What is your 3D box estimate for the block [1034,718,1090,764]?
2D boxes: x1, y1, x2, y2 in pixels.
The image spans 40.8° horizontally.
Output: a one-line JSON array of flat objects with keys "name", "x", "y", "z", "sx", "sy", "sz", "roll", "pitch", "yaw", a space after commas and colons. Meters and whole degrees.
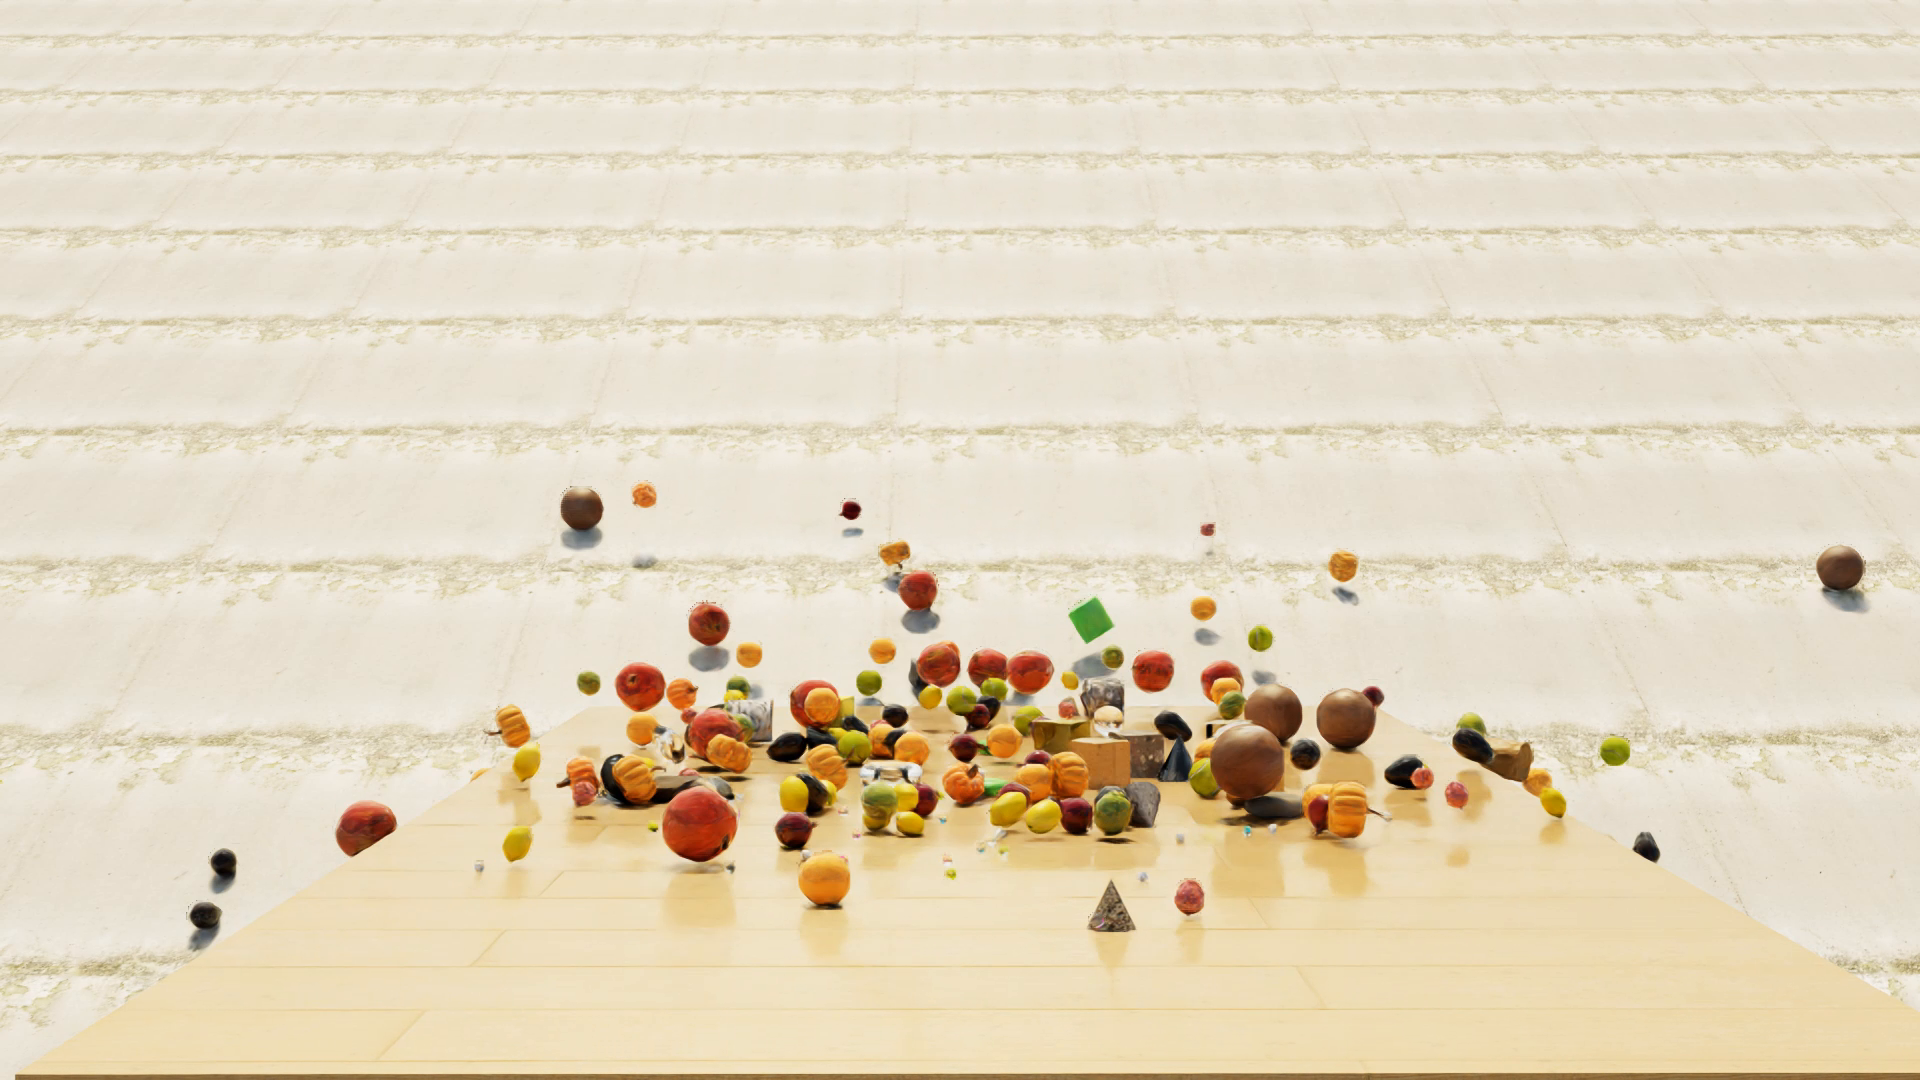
[{"name": "block", "x": 0.211, "y": 0.415, "z": 5.313, "sx": 0.084, "sy": 0.084, "sz": 0.084, "roll": 1, "pitch": 2, "yaw": 32}]

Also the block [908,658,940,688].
[{"name": "block", "x": -0.094, "y": 0.355, "z": 6.826, "sx": 0.062, "sy": 0.062, "sz": 0.062, "roll": 2, "pitch": 17, "yaw": -23}]

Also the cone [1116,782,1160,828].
[{"name": "cone", "x": 0.313, "y": 0.464, "z": 4.352, "sx": 0.082, "sy": 0.082, "sz": 0.082, "roll": -6, "pitch": 30, "yaw": -13}]

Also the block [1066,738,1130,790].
[{"name": "block", "x": 0.262, "y": 0.424, "z": 4.902, "sx": 0.087, "sy": 0.087, "sz": 0.087, "roll": -1, "pitch": 2, "yaw": -39}]

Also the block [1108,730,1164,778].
[{"name": "block", "x": 0.346, "y": 0.421, "z": 5.064, "sx": 0.084, "sy": 0.084, "sz": 0.084, "roll": -1, "pitch": 2, "yaw": -19}]

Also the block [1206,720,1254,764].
[{"name": "block", "x": 0.554, "y": 0.415, "z": 5.293, "sx": 0.083, "sy": 0.083, "sz": 0.083, "roll": 0, "pitch": 2, "yaw": 19}]

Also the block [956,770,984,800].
[{"name": "block", "x": 0.018, "y": 0.447, "z": 4.707, "sx": 0.051, "sy": 0.051, "sz": 0.051, "roll": 0, "pitch": 2, "yaw": 0}]

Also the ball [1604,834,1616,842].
[{"name": "ball", "x": 1.521, "y": 0.720, "z": 6.088, "sx": 0.056, "sy": 0.056, "sz": 0.056, "roll": 0, "pitch": 26, "yaw": 0}]

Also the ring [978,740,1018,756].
[{"name": "ring", "x": 0.081, "y": 0.438, "z": 5.455, "sx": 0.087, "sy": 0.029, "sz": 0.087, "roll": 1, "pitch": 1, "yaw": 0}]

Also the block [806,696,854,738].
[{"name": "block", "x": -0.295, "y": 0.399, "z": 5.836, "sx": 0.087, "sy": 0.087, "sz": 0.087, "roll": 0, "pitch": 2, "yaw": 15}]

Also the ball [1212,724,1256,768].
[{"name": "ball", "x": 0.552, "y": 0.415, "z": 5.202, "sx": 0.089, "sy": 0.089, "sz": 0.089, "roll": 0, "pitch": 26, "yaw": 0}]

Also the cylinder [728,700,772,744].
[{"name": "cylinder", "x": -0.461, "y": 0.398, "z": 5.667, "sx": 0.094, "sy": 0.094, "sz": 0.094, "roll": -1, "pitch": 26, "yaw": -2}]

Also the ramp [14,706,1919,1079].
[{"name": "ramp", "x": 0.058, "y": 0.527, "z": 4.564, "sx": 2.000, "sy": 0.100, "sz": 4.000, "roll": 0, "pitch": 2, "yaw": 0}]

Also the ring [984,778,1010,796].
[{"name": "ring", "x": 0.050, "y": 0.457, "z": 4.772, "sx": 0.083, "sy": 0.028, "sz": 0.083, "roll": 1, "pitch": 1, "yaw": 0}]

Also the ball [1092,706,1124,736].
[{"name": "ball", "x": 0.335, "y": 0.408, "z": 5.810, "sx": 0.070, "sy": 0.070, "sz": 0.070, "roll": 0, "pitch": 26, "yaw": 0}]

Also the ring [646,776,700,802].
[{"name": "ring", "x": -0.514, "y": 0.453, "z": 4.702, "sx": 0.120, "sy": 0.040, "sz": 0.120, "roll": 0, "pitch": 2, "yaw": 0}]

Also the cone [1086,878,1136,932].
[{"name": "cone", "x": 0.198, "y": 0.476, "z": 3.377, "sx": 0.065, "sy": 0.065, "sz": 0.065, "roll": 0, "pitch": 2, "yaw": 0}]

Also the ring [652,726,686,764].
[{"name": "ring", "x": -0.581, "y": 0.409, "z": 5.146, "sx": 0.029, "sy": 0.088, "sz": 0.088, "roll": -33, "pitch": 40, "yaw": -31}]

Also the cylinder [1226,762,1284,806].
[{"name": "cylinder", "x": 0.525, "y": 0.436, "z": 4.593, "sx": 0.078, "sy": 0.078, "sz": 0.078, "roll": 1, "pitch": 22, "yaw": 32}]

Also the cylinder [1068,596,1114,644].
[{"name": "cylinder", "x": 0.354, "y": 0.216, "z": 6.987, "sx": 0.095, "sy": 0.095, "sz": 0.095, "roll": -32, "pitch": 1, "yaw": 1}]

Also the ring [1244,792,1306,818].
[{"name": "ring", "x": 0.548, "y": 0.461, "z": 4.482, "sx": 0.107, "sy": 0.036, "sz": 0.107, "roll": 1, "pitch": 1, "yaw": 0}]

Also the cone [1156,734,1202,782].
[{"name": "cone", "x": 0.425, "y": 0.420, "z": 4.998, "sx": 0.089, "sy": 0.089, "sz": 0.089, "roll": 0, "pitch": 2, "yaw": 0}]

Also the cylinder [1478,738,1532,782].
[{"name": "cylinder", "x": 1.282, "y": 0.516, "z": 6.062, "sx": 0.094, "sy": 0.094, "sz": 0.094, "roll": 6, "pitch": 25, "yaw": 35}]

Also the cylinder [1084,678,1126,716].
[{"name": "cylinder", "x": 0.351, "y": 0.383, "z": 6.276, "sx": 0.092, "sy": 0.092, "sz": 0.092, "roll": -1, "pitch": 26, "yaw": -4}]

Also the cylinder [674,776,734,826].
[{"name": "cylinder", "x": -0.436, "y": 0.444, "z": 4.395, "sx": 0.076, "sy": 0.076, "sz": 0.076, "roll": 10, "pitch": 5, "yaw": 20}]

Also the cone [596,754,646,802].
[{"name": "cone", "x": -0.639, "y": 0.452, "z": 4.705, "sx": 0.094, "sy": 0.094, "sz": 0.094, "roll": -35, "pitch": -1, "yaw": 41}]

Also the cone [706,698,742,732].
[{"name": "cone", "x": -0.526, "y": 0.386, "z": 5.890, "sx": 0.076, "sy": 0.076, "sz": 0.076, "roll": -42, "pitch": 29, "yaw": 5}]

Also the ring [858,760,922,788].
[{"name": "ring", "x": -0.132, "y": 0.447, "z": 4.921, "sx": 0.123, "sy": 0.041, "sz": 0.123, "roll": -1, "pitch": 3, "yaw": 0}]
